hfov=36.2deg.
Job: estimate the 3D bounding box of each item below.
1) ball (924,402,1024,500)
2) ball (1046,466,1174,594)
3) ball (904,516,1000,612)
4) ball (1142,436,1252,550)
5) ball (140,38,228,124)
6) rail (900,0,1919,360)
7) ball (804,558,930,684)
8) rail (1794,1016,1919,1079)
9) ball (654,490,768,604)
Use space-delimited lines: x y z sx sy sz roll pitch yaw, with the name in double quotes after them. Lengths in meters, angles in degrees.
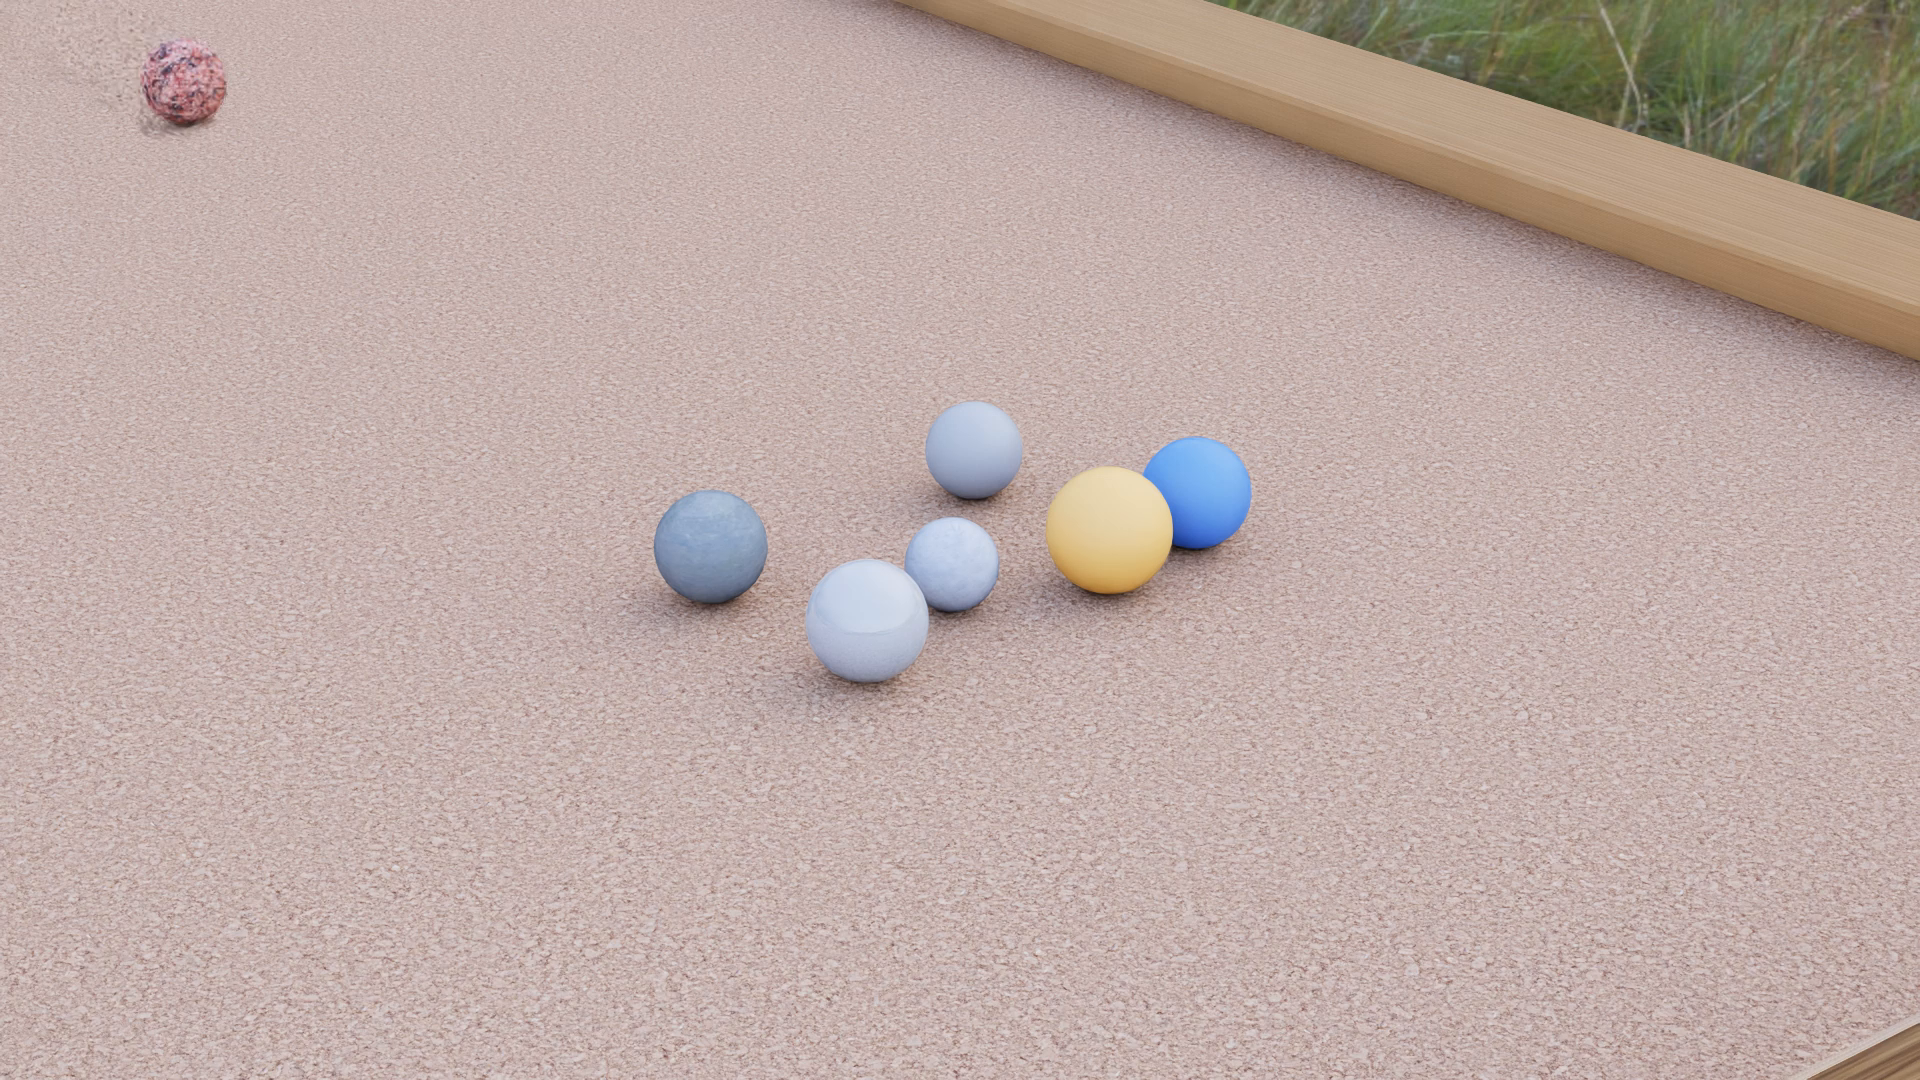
0.011 -0.072 2.368 0.079 0.079 0.079 0 24 0 "ball"
0.112 -0.007 2.203 0.096 0.096 0.096 0 24 0 "ball"
-0.006 0.018 2.177 0.071 0.071 0.071 0 24 0 "ball"
0.182 -0.036 2.279 0.087 0.087 0.087 0 24 0 "ball"
-0.884 -0.523 3.351 0.096 0.096 0.096 0 24 0 "ball"
0.270 -0.551 3.377 0.045 0.125 3.613 -16 29 -32 "rail"
-0.065 0.057 2.070 0.087 0.087 0.087 0 24 0 "ball"
0.509 0.275 1.538 1.990 0.125 0.045 -16 29 -32 "rail"
-0.185 0.005 2.189 0.085 0.085 0.085 0 24 0 "ball"
